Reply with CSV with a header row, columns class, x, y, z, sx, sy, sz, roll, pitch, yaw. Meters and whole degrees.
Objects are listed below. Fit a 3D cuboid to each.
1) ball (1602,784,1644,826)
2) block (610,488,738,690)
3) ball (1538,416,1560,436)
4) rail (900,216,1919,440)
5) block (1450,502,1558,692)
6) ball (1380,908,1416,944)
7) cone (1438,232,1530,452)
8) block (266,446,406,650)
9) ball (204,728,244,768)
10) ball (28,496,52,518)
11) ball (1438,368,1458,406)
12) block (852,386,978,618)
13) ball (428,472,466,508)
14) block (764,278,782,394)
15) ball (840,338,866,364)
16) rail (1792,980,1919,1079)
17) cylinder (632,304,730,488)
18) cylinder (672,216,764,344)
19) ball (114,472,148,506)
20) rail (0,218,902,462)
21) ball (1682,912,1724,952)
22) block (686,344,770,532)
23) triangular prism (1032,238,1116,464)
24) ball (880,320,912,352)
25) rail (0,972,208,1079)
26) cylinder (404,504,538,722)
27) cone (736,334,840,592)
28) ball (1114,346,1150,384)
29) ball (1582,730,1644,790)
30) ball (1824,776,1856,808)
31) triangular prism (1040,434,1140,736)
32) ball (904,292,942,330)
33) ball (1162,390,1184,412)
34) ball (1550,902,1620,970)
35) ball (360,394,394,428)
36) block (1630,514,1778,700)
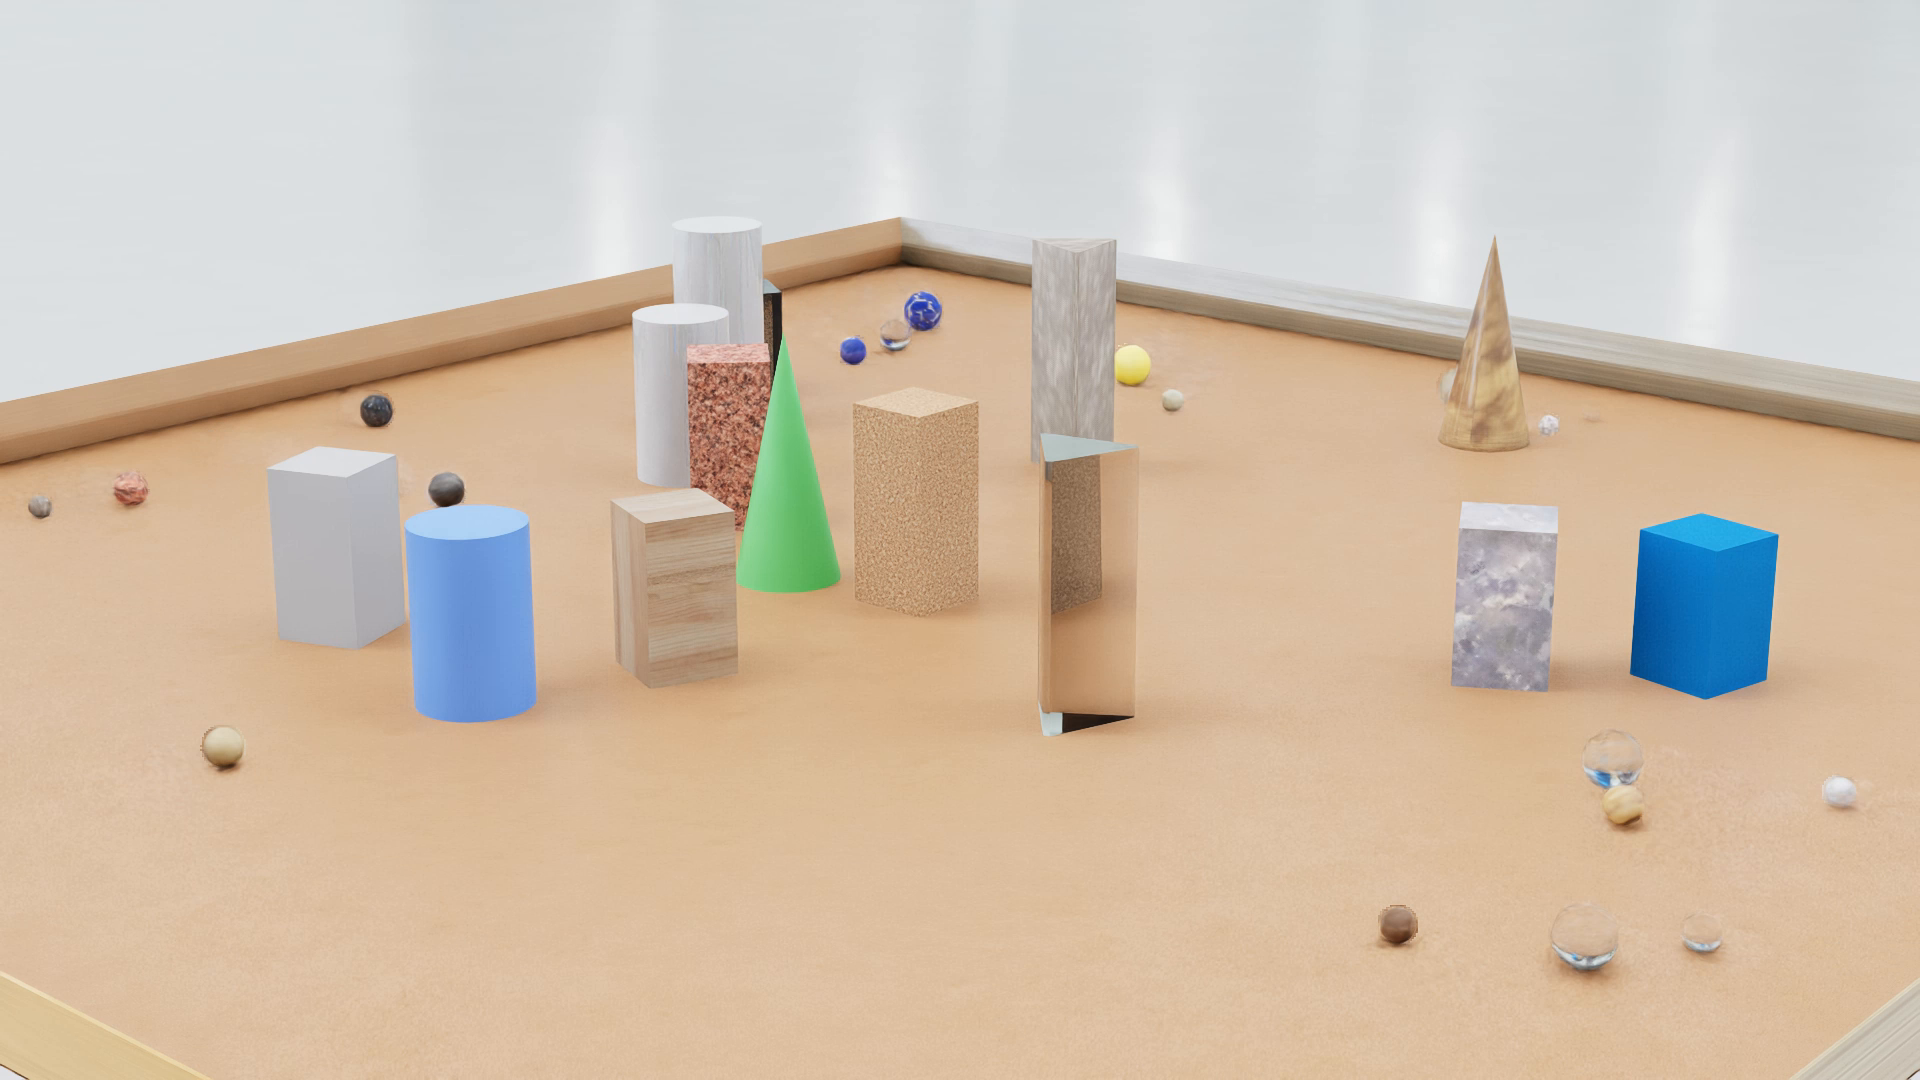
class,x,y,z,sx,sy,sz,roll,pitch,yaw
ball,0.930,0.371,4.110,0.058,0.058,0.058,0,17,0
block,-0.459,0.076,4.714,0.152,0.274,0.152,-9,19,-26
ball,1.218,-0.237,6.069,0.042,0.042,0.042,0,17,0
rail,1.357,-0.421,6.617,4.060,0.123,0.045,14,22,39
block,0.871,0.090,4.689,0.152,0.263,0.152,3,17,11
ball,0.558,0.491,3.735,0.046,0.046,0.046,0,17,0
cone,1.095,-0.418,6.063,0.190,0.439,0.190,0,17,0
block,-1.038,0.012,4.890,0.152,0.296,0.152,6,18,20
ball,-1.086,0.306,4.326,0.059,0.059,0.059,0,17,0
ball,-1.747,-0.063,5.572,0.044,0.044,0.044,0,17,0
ball,1.086,-0.328,6.369,0.091,0.091,0.091,0,17,0
block,-0.075,-0.067,5.050,0.152,0.353,0.152,14,22,39
ball,-0.986,-0.096,5.635,0.070,0.070,0.070,0,17,0
block,-0.485,-0.446,6.512,0.152,0.234,0.152,-5,17,-15
ball,-0.247,-0.437,6.776,0.064,0.064,0.064,0,17,0
rail,1.515,0.411,3.861,0.045,0.123,4.186,14,22,39
cylinder,-0.550,-0.288,5.822,0.190,0.330,0.190,0,17,0
cylinder,-0.512,-0.461,6.231,0.190,0.424,0.190,0,17,0
ball,-1.599,-0.099,5.654,0.066,0.066,0.066,0,17,0
rail,-1.515,-0.350,6.380,0.045,0.123,4.186,14,22,39
ball,0.939,0.496,3.709,0.051,0.051,0.051,0,17,0
block,-0.433,-0.193,5.518,0.152,0.324,0.152,-2,17,-5
triangular prism,0.208,-0.371,5.877,0.142,0.458,0.164,10,19,29
ball,-0.153,-0.482,6.907,0.075,0.075,0.075,0,17,0
rail,-1.357,0.483,3.625,4.060,0.123,0.045,14,22,39
cylinder,-0.759,0.113,4.558,0.190,0.294,0.190,0,17,0
cone,-0.307,-0.149,5.158,0.190,0.448,0.190,0,17,0
ball,0.385,-0.393,6.587,0.089,0.089,0.089,0,17,0
ball,0.943,0.318,4.237,0.087,0.087,0.087,0,17,0
ball,1.254,0.359,4.175,0.044,0.044,0.044,0,17,0
triangular prism,0.163,0.061,4.490,0.164,0.432,0.142,-10,20,-30
ball,-0.089,-0.555,7.113,0.095,0.095,0.095,0,17,0
ball,0.461,-0.302,6.356,0.049,0.049,0.049,0,17,0
ball,0.779,0.495,3.657,0.084,0.084,0.084,0,17,0
ball,-1.239,-0.275,6.226,0.071,0.071,0.071,0,17,0
block,1.186,0.104,4.675,0.152,0.244,0.152,-13,21,-36
